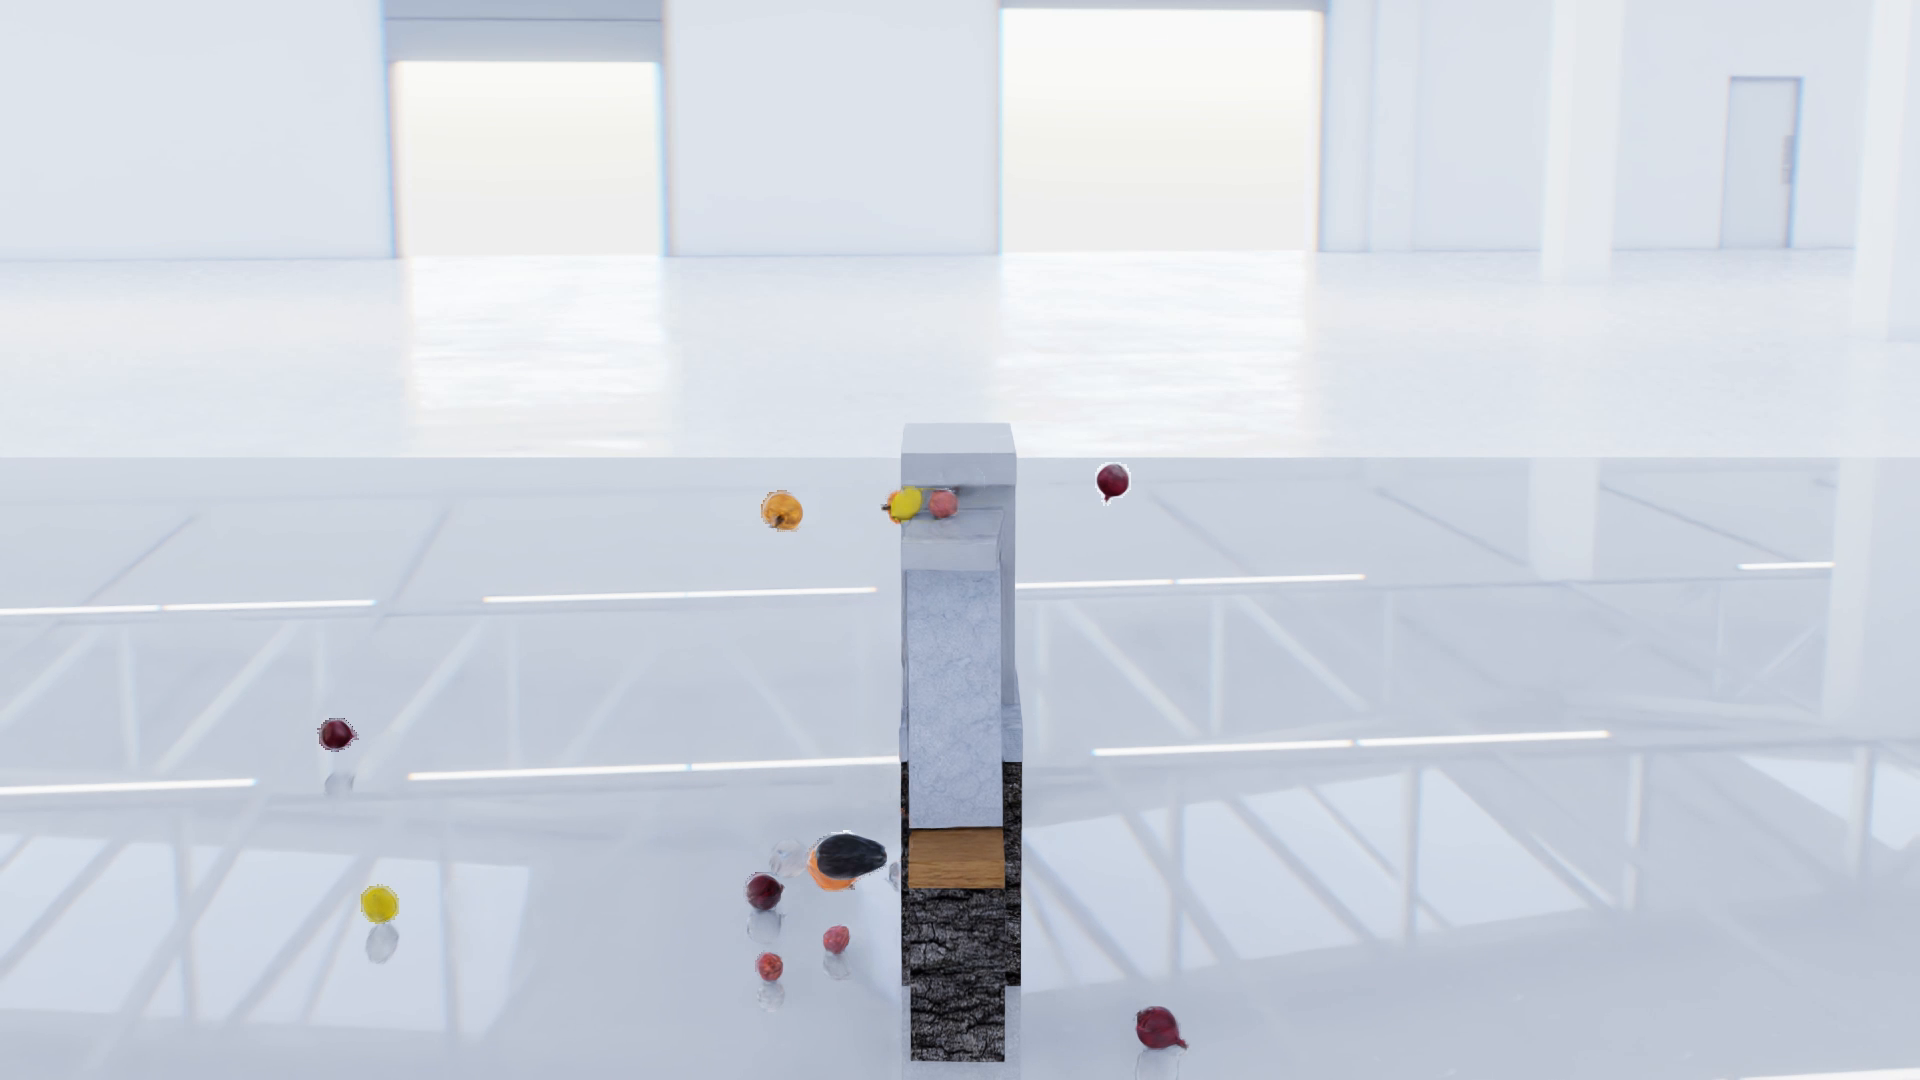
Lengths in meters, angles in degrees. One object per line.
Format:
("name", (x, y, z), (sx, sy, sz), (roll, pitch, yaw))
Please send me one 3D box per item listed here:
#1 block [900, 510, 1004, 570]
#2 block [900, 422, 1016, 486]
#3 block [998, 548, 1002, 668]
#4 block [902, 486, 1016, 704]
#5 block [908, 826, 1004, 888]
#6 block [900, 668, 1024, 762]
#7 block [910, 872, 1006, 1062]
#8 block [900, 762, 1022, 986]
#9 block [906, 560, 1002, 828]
("block", (-0.008, -0.002, 3.108), (0.129, 0.037, 0.258), (1, 11, 4))
("block", (-0.003, -0.134, 3.364), (0.169, 0.048, 0.337), (0, 11, 0))
("block", (-0.004, 0.130, 3.208), (0.129, 0.258, 0.037), (0, 4, 0))
("block", (-0.002, 0.076, 3.288), (0.169, 0.337, 0.048), (0, 11, 0))
("block", (-0.005, 0.423, 3.057), (0.129, 0.036, 0.257), (0, 10, 0))
("block", (0.002, 0.263, 3.343), (0.178, 0.050, 0.355), (0, 11, 0))
("block", (-0.003, 0.583, 3.001), (0.129, 0.257, 0.036), (0, 10, 2))
("block", (0.002, 0.484, 3.264), (0.178, 0.355, 0.050), (0, 11, 0))
("block", (-0.008, 0.214, 3.068), (0.129, 0.370, 0.037), (-1, 1, -4))
